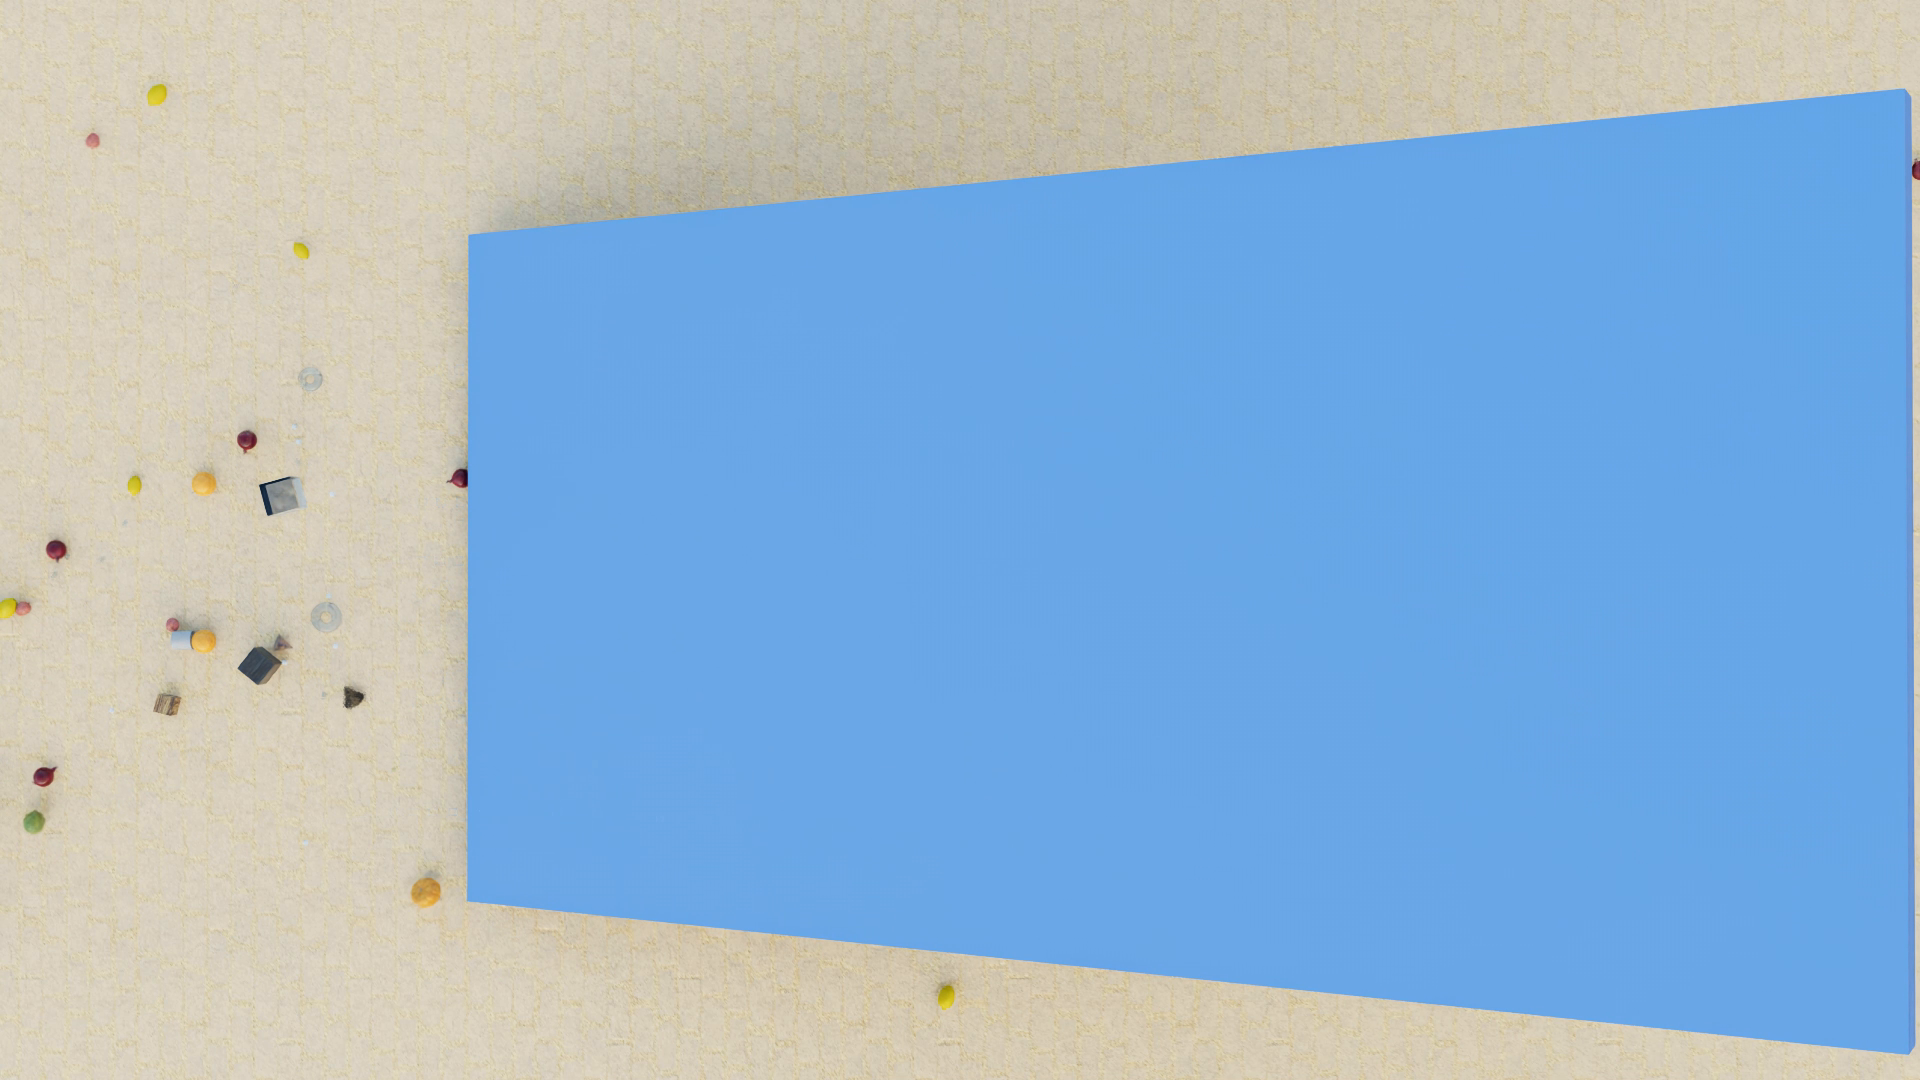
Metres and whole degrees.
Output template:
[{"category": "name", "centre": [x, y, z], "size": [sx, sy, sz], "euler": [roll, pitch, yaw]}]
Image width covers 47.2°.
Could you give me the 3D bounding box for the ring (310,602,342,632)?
[{"category": "ring", "centre": [-1.921, 0.234, 6.667], "size": [0.095, 0.032, 0.095], "euler": [0, 90, -1]}]

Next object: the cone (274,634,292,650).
[{"category": "cone", "centre": [-2.048, 0.320, 6.670], "size": [0.052, 0.052, 0.052], "euler": [22, 89, -26]}]

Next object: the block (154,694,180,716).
[{"category": "block", "centre": [-2.398, 0.497, 6.652], "size": [0.055, 0.055, 0.055], "euler": [14, 89, 0]}]

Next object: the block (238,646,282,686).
[{"category": "block", "centre": [-2.114, 0.380, 6.640], "size": [0.081, 0.081, 0.081], "euler": [39, 90, 0]}]

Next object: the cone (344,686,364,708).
[{"category": "cone", "centre": [-1.851, 0.464, 6.665], "size": [0.065, 0.065, 0.065], "euler": [-42, 63, 0]}]

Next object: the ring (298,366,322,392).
[{"category": "ring", "centre": [-1.972, -0.488, 6.677], "size": [0.076, 0.025, 0.076], "euler": [0, 88, 1]}]

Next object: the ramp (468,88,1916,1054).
[{"category": "ramp", "centre": [0.267, 0.073, 5.617], "size": [4.000, 0.100, 2.000], "euler": [0, 89, 31]}]

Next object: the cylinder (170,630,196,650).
[{"category": "cylinder", "centre": [-2.349, 0.304, 6.653], "size": [0.057, 0.057, 0.057], "euler": [-1, 89, 0]}]

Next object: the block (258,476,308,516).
[{"category": "block", "centre": [-2.041, -0.131, 6.637], "size": [0.098, 0.098, 0.098], "euler": [-15, 89, 0]}]
